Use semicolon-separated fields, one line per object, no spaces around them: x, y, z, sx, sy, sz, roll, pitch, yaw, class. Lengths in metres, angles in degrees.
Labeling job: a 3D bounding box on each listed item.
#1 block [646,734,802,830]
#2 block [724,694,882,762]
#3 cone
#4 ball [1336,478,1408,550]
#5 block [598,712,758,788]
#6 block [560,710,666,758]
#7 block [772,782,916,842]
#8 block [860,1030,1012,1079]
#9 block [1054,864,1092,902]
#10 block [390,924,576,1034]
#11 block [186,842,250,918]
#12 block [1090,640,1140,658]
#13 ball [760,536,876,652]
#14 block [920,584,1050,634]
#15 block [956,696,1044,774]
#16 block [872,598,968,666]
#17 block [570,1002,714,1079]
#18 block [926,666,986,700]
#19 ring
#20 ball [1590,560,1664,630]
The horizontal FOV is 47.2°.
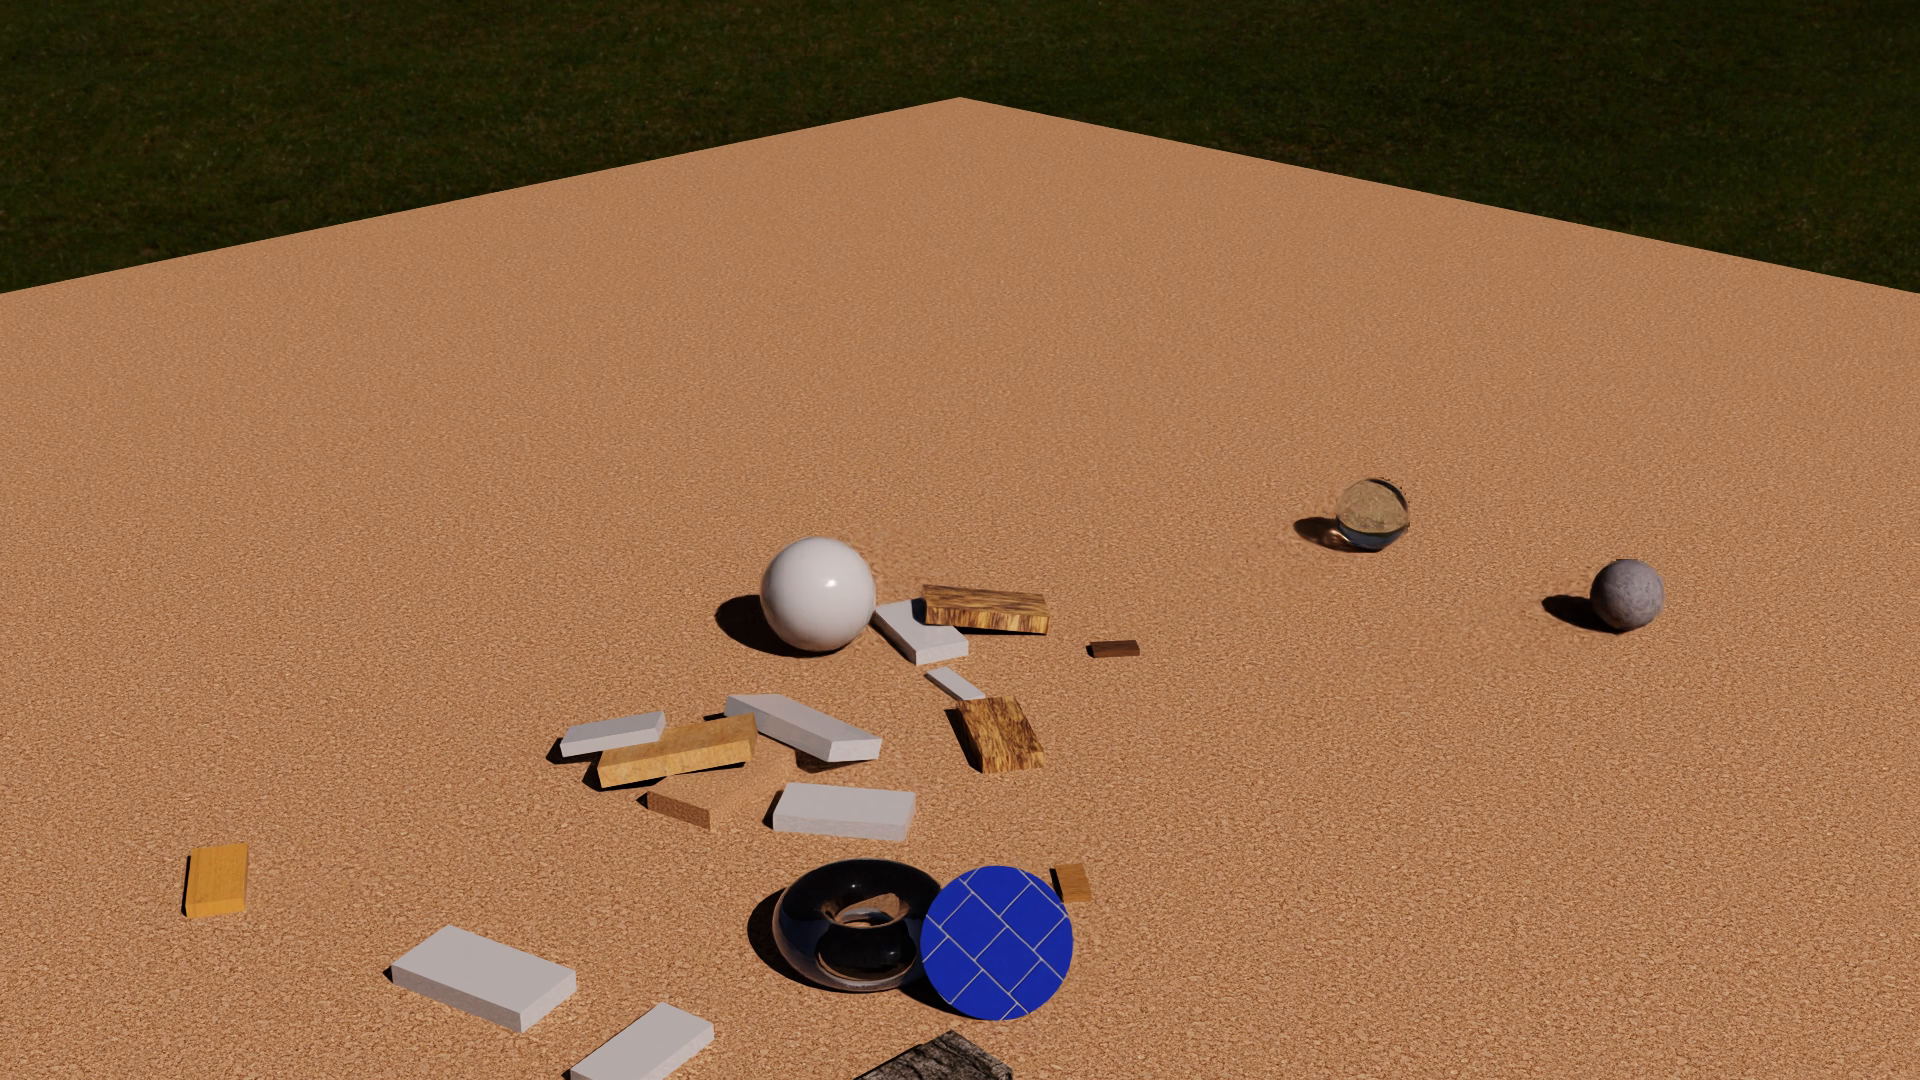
-0.485;0.490;4.548;0.158;0.045;0.316;13;26;28;block
-0.337;0.399;4.698;0.316;0.045;0.158;19;10;38;block
0.053;0.707;3.943;0.266;0.266;0.266;-2;-3;-5;cone
1.065;-0.067;5.681;0.185;0.185;0.185;0;23;0;ball
-0.585;0.437;4.577;0.316;0.045;0.158;-11;16;2;block
-0.731;0.408;4.639;0.206;0.029;0.103;-10;16;5;block
-0.231;0.546;4.425;0.266;0.038;0.133;4;23;8;block
-0.074;0.892;3.521;0.295;0.042;0.148;-20;30;-38;block
0.215;0.655;4.198;0.054;0.015;0.109;-2;23;-6;block
-0.841;0.773;3.886;0.295;0.042;0.148;13;26;27;block
-1.416;0.648;4.196;0.103;0.029;0.206;-6;24;-13;block
0.362;0.255;5.141;0.109;0.015;0.054;-2;23;-5;block
-0.330;0.127;5.118;0.269;0.269;0.269;0;23;0;ball
0.060;0.165;5.261;0.295;0.042;0.148;5;20;-8;block
0.084;0.416;4.731;0.133;0.038;0.265;-5;23;-11;block
-0.097;0.215;5.206;0.133;0.038;0.266;-10;25;-23;block
-0.531;0.862;3.687;0.115;0.033;0.230;15;27;31;block
-0.011;0.329;4.965;0.054;0.015;0.166;-14;27;-29;block
-0.172;0.694;3.985;0.339;0.113;0.339;0;24;0;ring
1.588;0.132;5.237;0.167;0.167;0.167;0;23;0;ball
